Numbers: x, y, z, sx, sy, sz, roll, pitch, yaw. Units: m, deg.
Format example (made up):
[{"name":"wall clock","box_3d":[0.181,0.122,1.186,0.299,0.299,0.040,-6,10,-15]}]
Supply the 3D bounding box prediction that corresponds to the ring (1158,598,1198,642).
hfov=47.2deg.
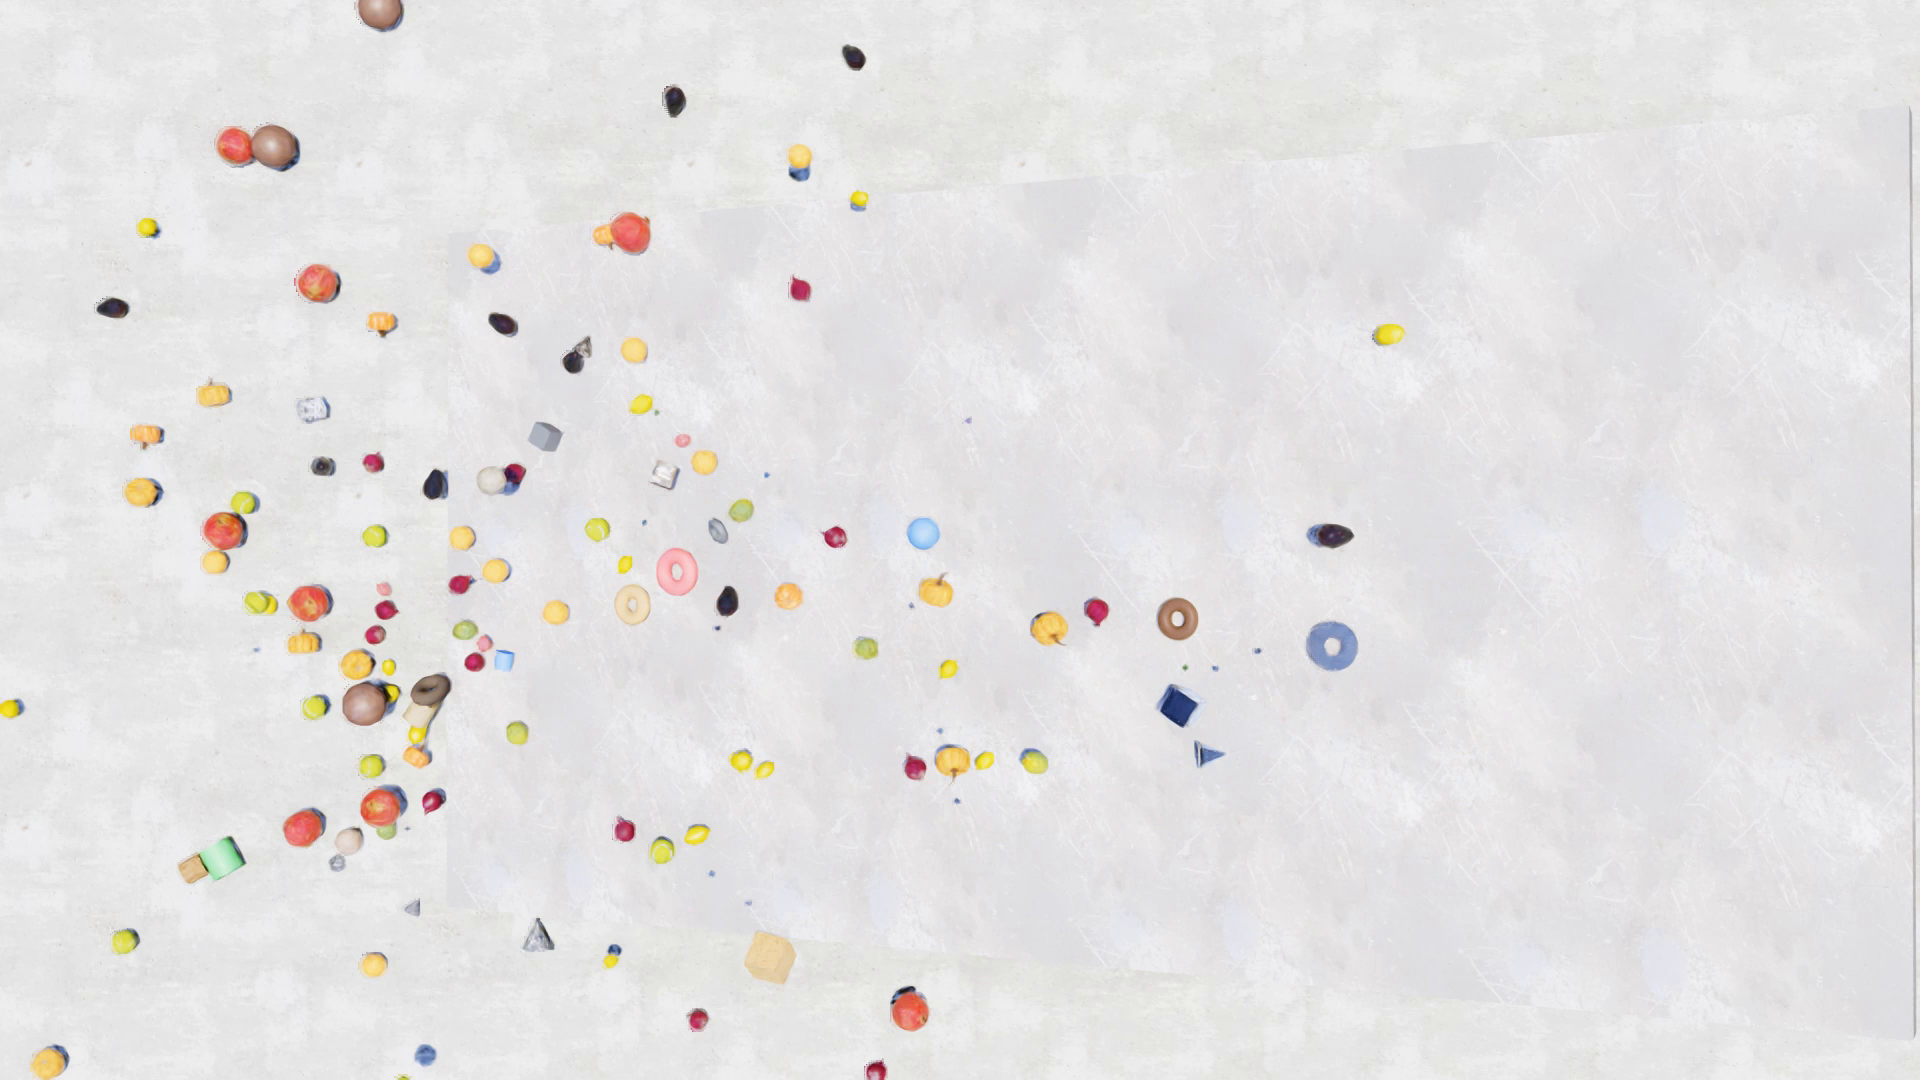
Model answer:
[{"name":"ring","box_3d":[0.540,0.197,5.448,0.108,0.036,0.108,0,91,28]}]

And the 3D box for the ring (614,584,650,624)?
[{"name":"ring","box_3d":[-0.923,0.182,6.201,0.117,0.039,0.117,0,90,29]}]

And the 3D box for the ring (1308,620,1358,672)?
[{"name":"ring","box_3d":[0.893,0.254,5.263,0.123,0.041,0.123,0,90,26]}]

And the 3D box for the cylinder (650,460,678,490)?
[{"name":"cylinder","box_3d":[-0.811,-0.178,6.024,0.062,0.062,0.062,22,92,0]}]

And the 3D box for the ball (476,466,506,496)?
[{"name":"ball","box_3d":[-1.297,-0.165,6.085,0.082,0.082,0.082,0,89,0]}]

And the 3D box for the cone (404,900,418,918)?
[{"name":"cone","box_3d":[-1.630,1.095,6.575,0.051,0.051,0.051,25,71,0]}]

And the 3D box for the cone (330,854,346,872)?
[{"name":"cone","box_3d":[-1.871,0.971,6.586,0.053,0.053,0.053,0,89,0]}]

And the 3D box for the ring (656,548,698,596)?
[{"name":"ring","box_3d":[-0.789,0.089,6.129,0.135,0.045,0.135,2,94,28]}]

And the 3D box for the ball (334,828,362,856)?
[{"name":"ball","box_3d":[-1.827,0.902,6.573,0.081,0.081,0.081,0,89,0]}]

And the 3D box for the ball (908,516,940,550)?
[{"name":"ball","box_3d":[-0.095,-0.017,5.750,0.085,0.085,0.085,0,89,0]}]

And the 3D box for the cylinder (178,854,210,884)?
[{"name":"cylinder","box_3d":[-2.286,0.982,6.577,0.070,0.070,0.070,-29,89,0]}]

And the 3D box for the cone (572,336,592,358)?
[{"name":"cone","box_3d":[-1.068,-0.560,6.274,0.060,0.060,0.060,26,97,0]}]

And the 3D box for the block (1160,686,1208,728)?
[{"name":"block","box_3d":[0.552,0.411,5.418,0.073,0.073,0.073,36,105,23]}]

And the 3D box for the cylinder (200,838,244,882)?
[{"name":"cylinder","box_3d":[-2.204,0.953,6.564,0.095,0.095,0.095,-32,84,0]}]

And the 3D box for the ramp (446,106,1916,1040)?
[{"name":"ramp","box_3d":[0.278,0.079,5.660,4.000,0.100,2.000,0,89,27]}]

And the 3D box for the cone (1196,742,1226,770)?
[{"name":"cone","box_3d":[0.622,0.528,5.404,0.072,0.072,0.072,-4,89,0]}]

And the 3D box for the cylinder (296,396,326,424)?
[{"name":"cylinder","box_3d":[-1.936,-0.389,6.562,0.067,0.067,0.067,-18,89,-31]}]

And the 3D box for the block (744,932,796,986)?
[{"name":"block","box_3d":[-0.517,1.141,5.996,0.095,0.095,0.095,9,57,22]}]

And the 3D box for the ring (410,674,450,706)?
[{"name":"ring","box_3d":[-1.559,0.442,6.474,0.120,0.120,0.040,-16,125,0]}]

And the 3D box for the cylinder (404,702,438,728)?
[{"name":"cylinder","box_3d":[-1.599,0.506,6.523,0.076,0.076,0.076,34,104,0]}]

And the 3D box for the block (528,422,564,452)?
[{"name":"block","box_3d":[-1.194,-0.297,6.332,0.062,0.062,0.062,31,103,24]}]
